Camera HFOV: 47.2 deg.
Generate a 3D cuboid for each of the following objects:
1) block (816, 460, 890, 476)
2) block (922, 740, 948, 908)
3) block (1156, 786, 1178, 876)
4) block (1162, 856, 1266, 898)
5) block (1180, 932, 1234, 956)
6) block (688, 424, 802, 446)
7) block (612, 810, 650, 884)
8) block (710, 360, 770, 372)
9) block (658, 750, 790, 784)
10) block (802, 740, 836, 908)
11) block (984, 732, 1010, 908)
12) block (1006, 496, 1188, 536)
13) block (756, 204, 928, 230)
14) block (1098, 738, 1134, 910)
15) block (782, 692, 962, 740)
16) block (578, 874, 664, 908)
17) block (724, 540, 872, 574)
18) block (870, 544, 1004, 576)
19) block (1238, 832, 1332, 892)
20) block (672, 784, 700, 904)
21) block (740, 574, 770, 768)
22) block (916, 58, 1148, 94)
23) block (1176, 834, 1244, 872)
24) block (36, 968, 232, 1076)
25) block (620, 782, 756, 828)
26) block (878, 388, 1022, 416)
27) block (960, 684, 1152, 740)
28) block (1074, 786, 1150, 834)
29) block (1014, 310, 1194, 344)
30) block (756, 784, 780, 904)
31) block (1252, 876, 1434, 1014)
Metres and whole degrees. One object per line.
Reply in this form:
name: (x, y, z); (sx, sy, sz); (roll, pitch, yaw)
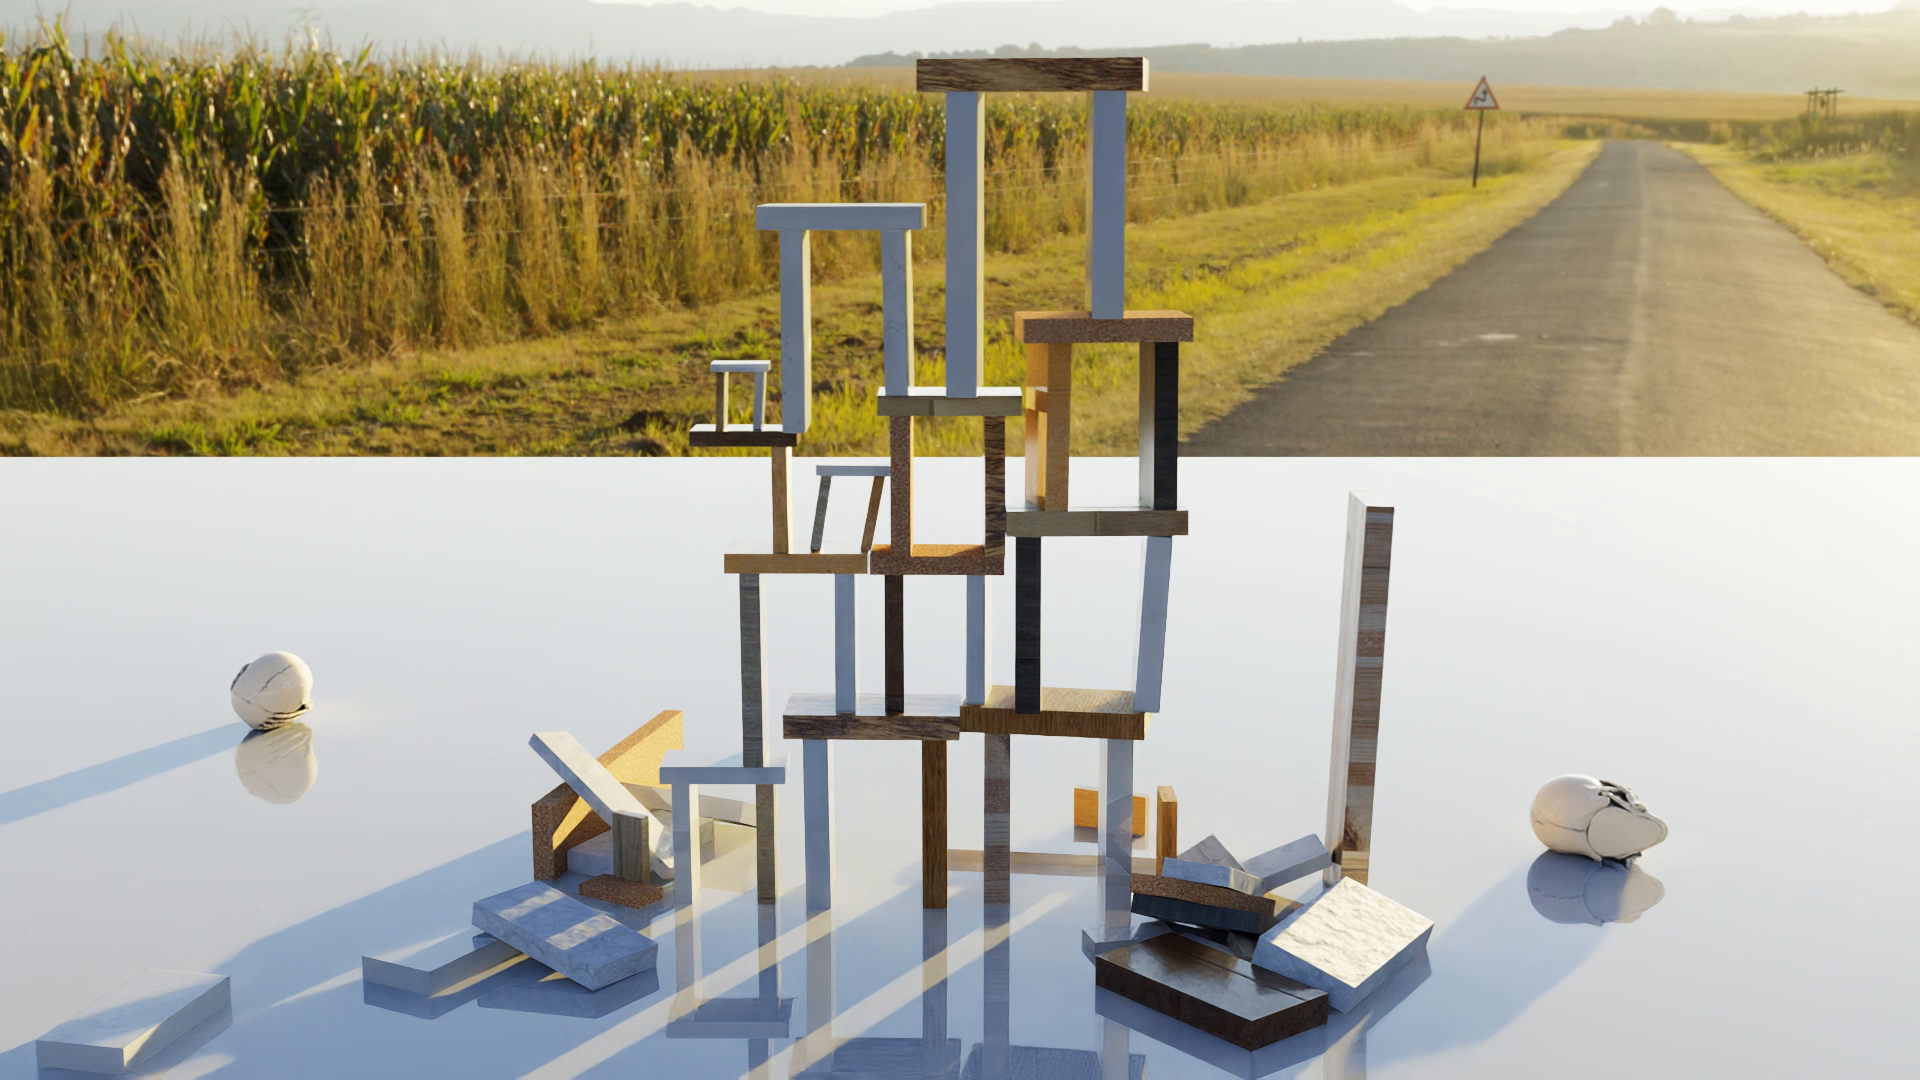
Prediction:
block: (-0.169, -0.116, 3.538); (0.121, 0.017, 0.060); (1, 11, 1)
block: (-0.041, 0.450, 3.643); (0.040, 0.285, 0.143); (0, 11, 0)
block: (0.343, 0.505, 3.650); (0.025, 0.175, 0.087); (0, 11, -1)
block: (0.404, 0.537, 3.487); (0.108, 0.030, 0.215); (6, -11, 24)
block: (0.374, 0.636, 3.370); (0.067, 0.019, 0.134); (-10, 14, -42)
block: (-0.344, -0.168, 3.525); (0.171, 0.024, 0.085); (0, 11, 0)
block: (-0.551, 0.521, 3.687); (0.064, 0.129, 0.018); (7, 12, 32)
block: (-0.350, -0.277, 3.508); (0.092, 0.013, 0.046); (0, 11, 1)
block: (-0.387, 0.374, 3.628); (0.205, 0.029, 0.103); (0, 11, 0)
block: (-0.233, 0.450, 3.643); (0.040, 0.285, 0.143); (-1, 11, 0)
block: (0.061, 0.443, 3.644); (0.042, 0.298, 0.149); (0, 11, 0)
block: (0.214, -0.039, 3.516); (0.285, 0.040, 0.143); (0, 11, -1)
block: (-0.184, -0.508, 3.455); (0.257, 0.036, 0.128); (0, 11, 3)
block: (0.257, 0.444, 3.640); (0.042, 0.298, 0.149); (0, 11, -1)
block: (-0.142, 0.289, 3.613); (0.285, 0.040, 0.143); (0, 11, 1)
block: (-0.564, 0.583, 3.655); (0.129, 0.018, 0.064); (7, 12, 32)
block: (-0.261, 0.027, 3.567); (0.229, 0.033, 0.115); (0, 11, 1)
block: (-0.036, 0.031, 3.557); (0.214, 0.030, 0.107); (0, 11, 1)
block: (0.523, 0.545, 3.653); (0.175, 0.025, 0.087); (-22, 15, 1)
block: (-0.454, 0.489, 3.649); (0.029, 0.205, 0.103); (0, 11, 1)
block: (-0.336, 0.201, 3.599); (0.033, 0.321, 0.115); (0, 11, 0)
block: (0.116, -0.718, 3.399); (0.343, 0.049, 0.171); (1, 11, 8)
block: (0.417, 0.553, 3.688); (0.087, 0.025, 0.175); (-32, 14, -3)
block: (-1.161, 0.676, 3.102); (0.133, 0.038, 0.266); (2, 11, 12)
block: (-0.480, 0.484, 3.996); (0.261, 0.037, 0.131); (6, -11, 24)
block: (-0.016, -0.221, 3.503); (0.227, 0.032, 0.113); (0, 11, 0)
block: (0.159, 0.280, 3.591); (0.298, 0.042, 0.149); (2, 11, 10)
block: (0.276, 0.492, 4.008); (0.140, 0.070, 0.020); (5, 12, 25)
block: (0.224, -0.335, 3.450); (0.264, 0.037, 0.132); (-1, 11, -4)
block: (-0.318, 0.489, 3.650); (0.029, 0.205, 0.103); (0, 11, 0)
block: (0.583, 0.608, 3.327); (0.158, 0.045, 0.316); (26, 22, 27)
